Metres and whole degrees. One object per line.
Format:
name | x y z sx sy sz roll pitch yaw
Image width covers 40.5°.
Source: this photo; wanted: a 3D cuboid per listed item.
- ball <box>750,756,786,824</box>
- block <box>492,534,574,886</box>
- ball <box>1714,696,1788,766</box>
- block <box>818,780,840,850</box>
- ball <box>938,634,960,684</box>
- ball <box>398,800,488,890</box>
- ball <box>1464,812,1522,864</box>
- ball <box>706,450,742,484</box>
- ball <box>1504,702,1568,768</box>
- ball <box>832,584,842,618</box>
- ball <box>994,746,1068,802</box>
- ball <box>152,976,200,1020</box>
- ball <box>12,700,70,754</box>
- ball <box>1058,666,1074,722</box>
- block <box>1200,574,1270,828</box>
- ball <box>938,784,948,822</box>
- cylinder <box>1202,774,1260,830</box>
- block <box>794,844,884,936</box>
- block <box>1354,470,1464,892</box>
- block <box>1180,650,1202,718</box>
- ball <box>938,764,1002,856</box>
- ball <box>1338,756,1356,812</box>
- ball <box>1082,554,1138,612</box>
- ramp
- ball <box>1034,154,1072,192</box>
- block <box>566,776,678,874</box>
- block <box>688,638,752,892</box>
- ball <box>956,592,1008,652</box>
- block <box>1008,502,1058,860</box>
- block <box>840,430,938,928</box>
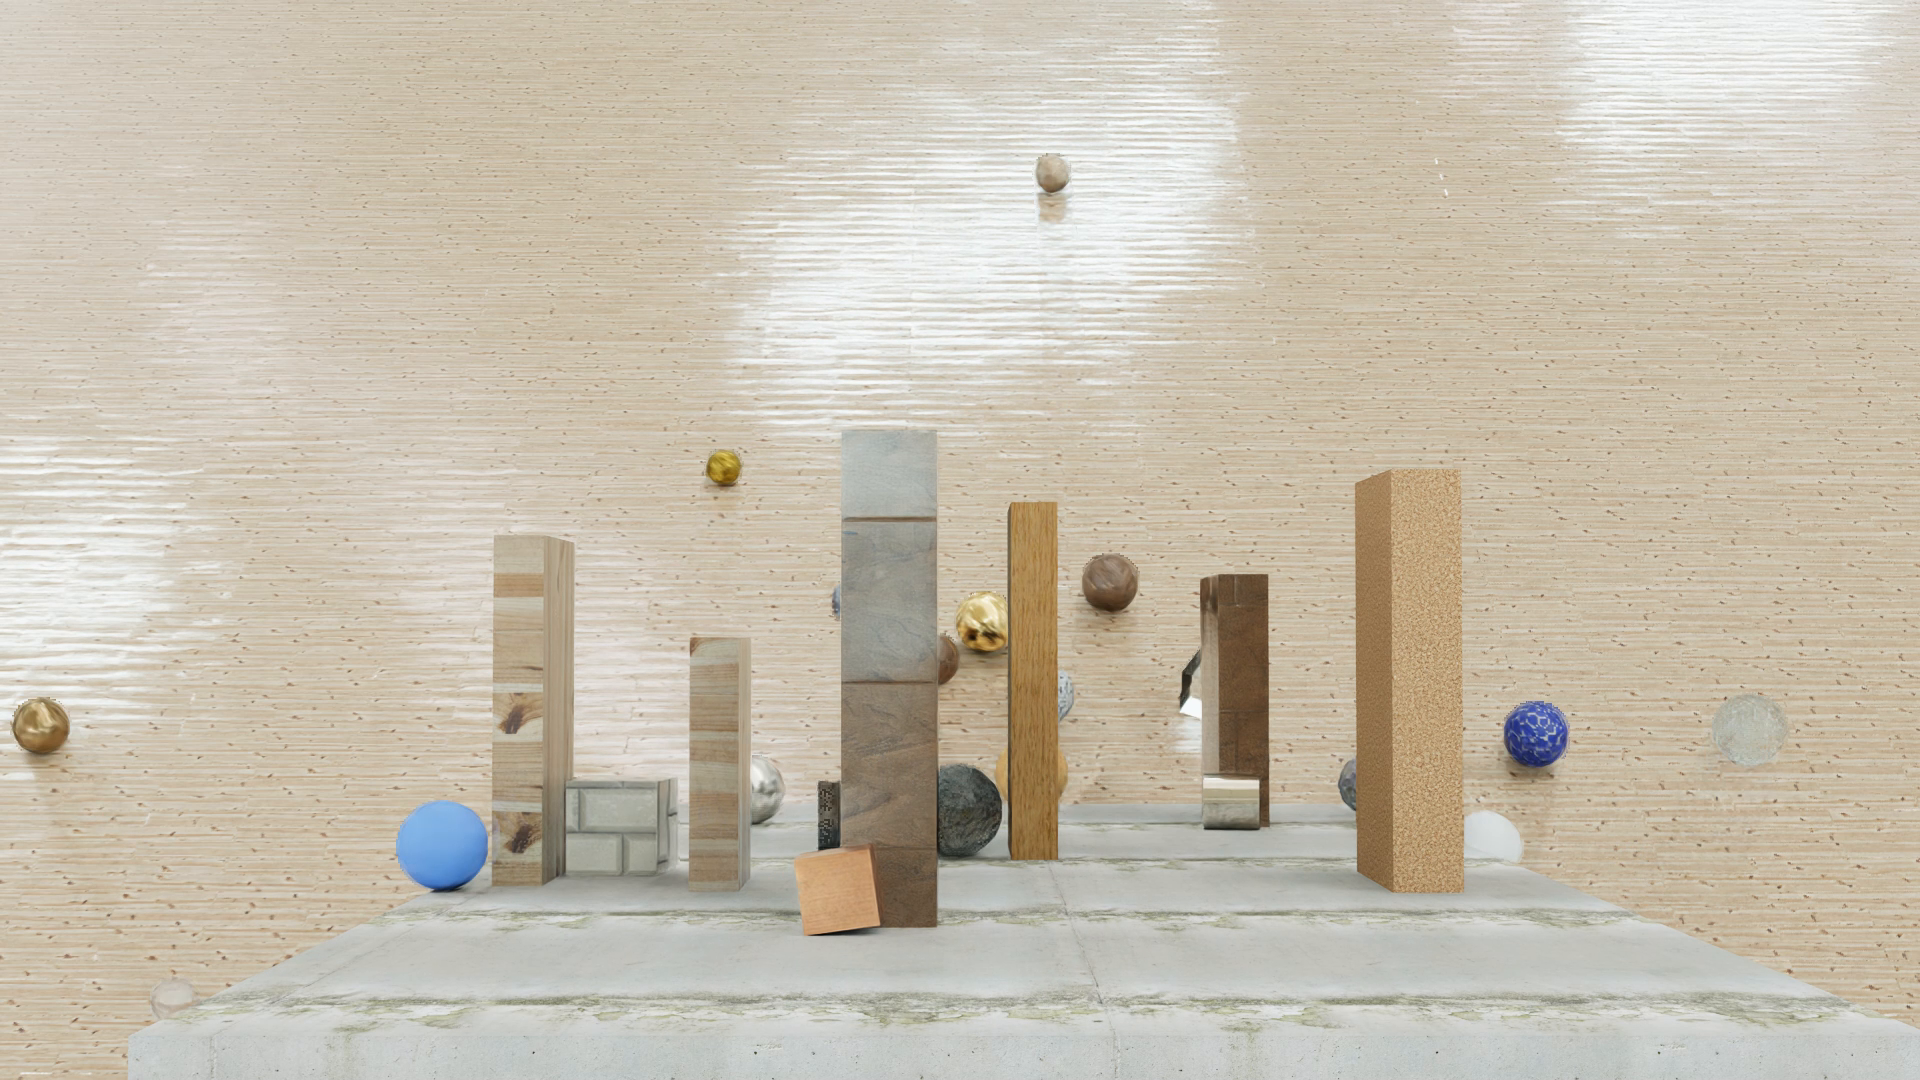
ball | -0.492 0.591 6.132 0.160 0.160 0.160 0 36 0
block | -0.786 0.309 4.803 0.089 0.623 0.372 0 -2 0
ball | 2.155 0.520 7.091 0.193 0.193 0.193 0 36 0
block | -0.186 0.561 5.223 0.151 0.151 0.151 1 -3 -25
ball | -0.076 0.339 7.379 0.147 0.147 0.147 0 36 0
ball | -0.902 0.534 4.540 0.155 0.155 0.155 0 36 0
ball | 1.298 0.757 6.418 0.174 0.174 0.174 0 36 0
ball | -0.745 -0.230 8.197 0.111 0.111 0.111 0 36 0
ball | 1.571 0.532 7.089 0.175 0.175 0.175 0 36 0
ball | -0.317 0.178 7.623 0.122 0.122 0.122 0 36 0
ball | 0.182 0.594 6.614 0.189 0.189 0.189 0 36 0
ball | -1.910 1.121 6.329 0.113 0.113 0.113 0 36 0
ball | -2.523 0.512 7.138 0.150 0.150 0.150 0 36 0
ball | 0.229 0.429 7.228 0.180 0.180 0.180 0 36 0
block | 0.660 0.381 6.267 0.117 0.588 0.443 0 -2 0
ball | -0.088 0.607 6.003 0.116 0.116 0.116 0 36 0
cylinder | 0.625 0.601 5.969 0.127 0.127 0.127 0 36 9
block | -0.181 0.523 3.897 0.113 0.113 0.113 -8 -2 0
block | 0.809 0.251 4.705 0.122 0.732 0.412 0 -2 0
block | 0.713 0.408 7.290 0.140 0.140 0.140 17 39 22
ball | -0.006 0.545 5.236 0.185 0.185 0.185 0 36 0
ball | 1.014 0.605 6.430 0.154 0.154 0.154 0 36 0
ball | 0.442 0.127 7.654 0.169 0.169 0.169 0 36 0
ramp | 0.079 0.674 4.874 2.000 0.100 4.000 0 -2 0
ball | 0.348 -1.376 9.758 0.138 0.138 0.138 0 36 0
block | -0.639 0.539 4.929 0.172 0.172 0.172 0 -2 7
block | -0.427 0.394 4.644 0.086 0.441 0.264 0 -2 0
ball | 0.074 0.238 7.498 0.173 0.173 0.173 0 36 0
block | 0.148 0.287 5.365 0.092 0.710 0.408 0 -2 0
block | -0.108 0.217 4.147 0.146 0.759 0.364 0 -2 0
